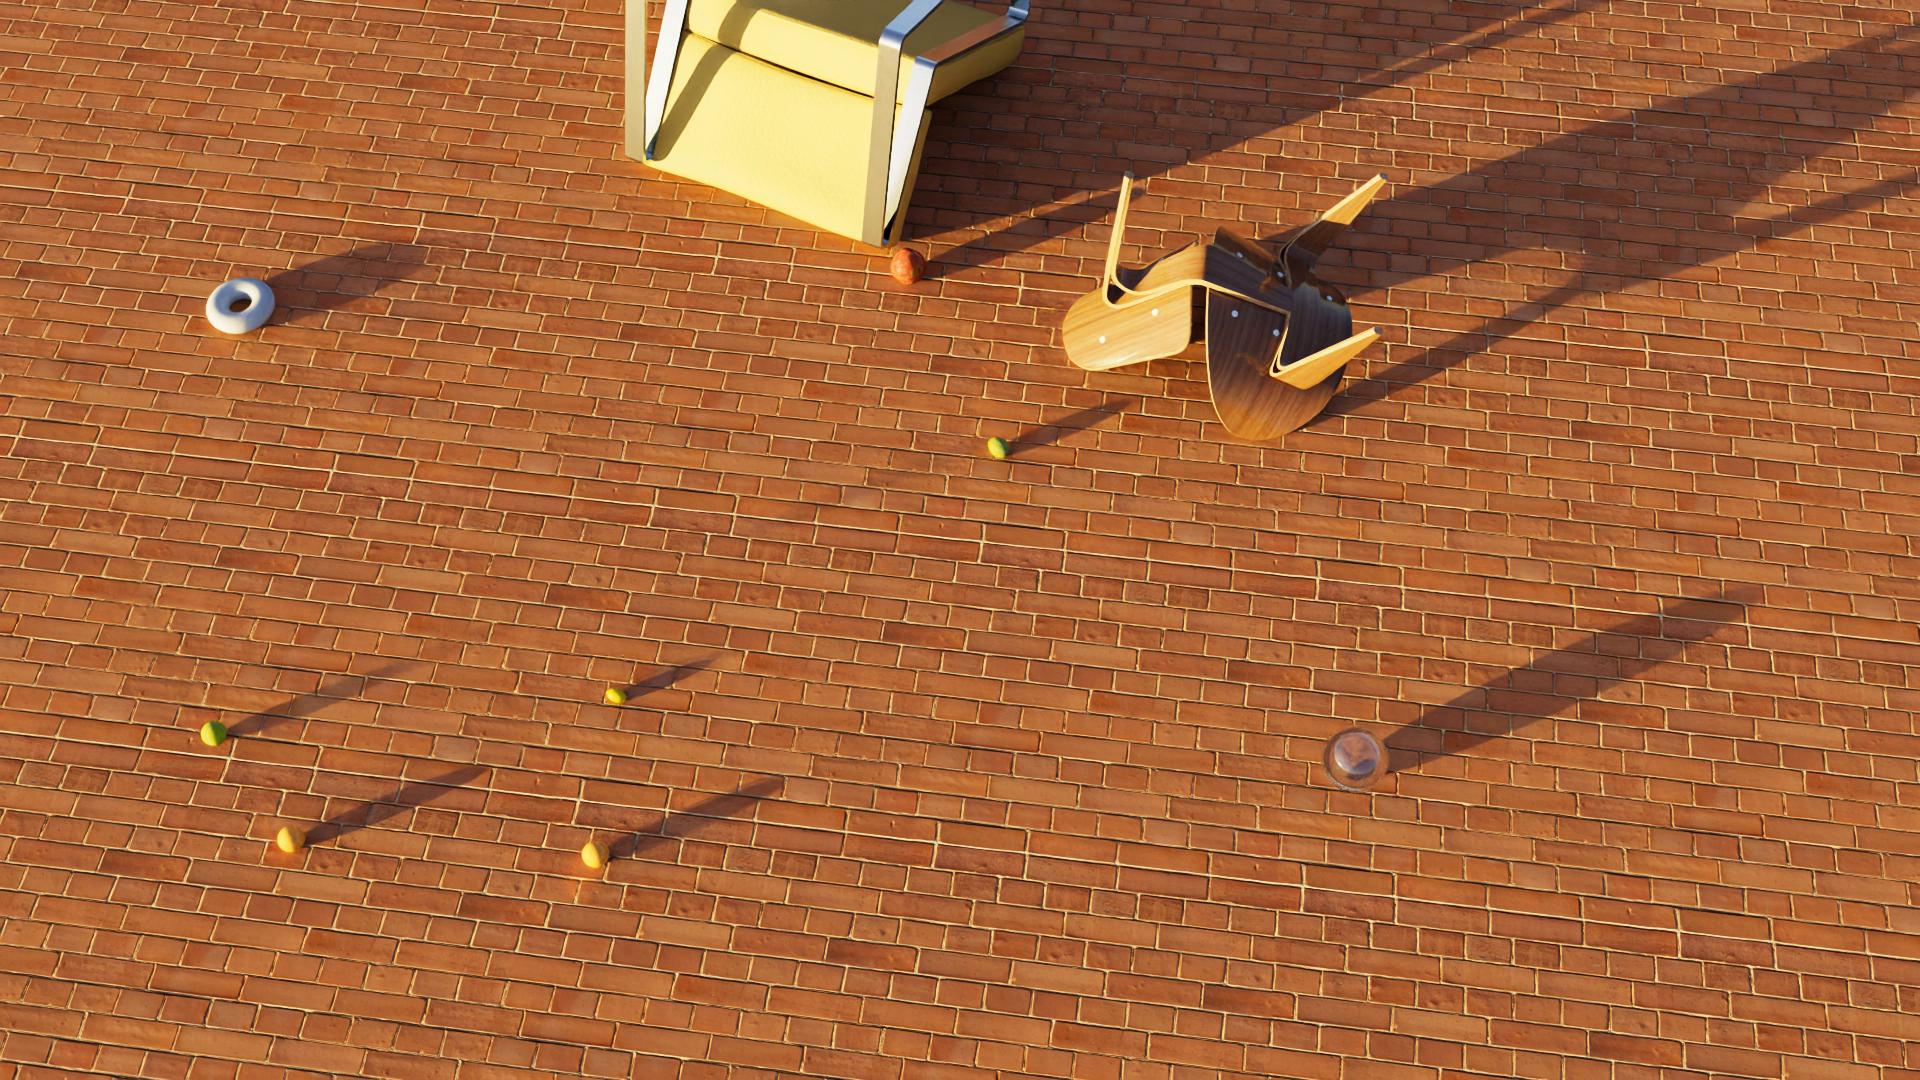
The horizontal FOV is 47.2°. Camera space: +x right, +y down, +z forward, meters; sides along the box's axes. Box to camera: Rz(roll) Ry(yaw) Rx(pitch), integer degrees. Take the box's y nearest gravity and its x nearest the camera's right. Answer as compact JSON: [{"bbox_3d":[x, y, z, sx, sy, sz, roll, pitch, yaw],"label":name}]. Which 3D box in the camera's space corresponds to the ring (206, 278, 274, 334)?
[{"bbox_3d":[-2.302,-0.751,7.039,0.217,0.066,0.217,29,62,19],"label":"ring"}]

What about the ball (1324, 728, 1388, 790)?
[{"bbox_3d":[1.090,0.604,6.063,0.175,0.175,0.175,0,56,0],"label":"ball"}]

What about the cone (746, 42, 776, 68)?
[{"bbox_3d":[-0.675,-1.702,7.693,0.114,0.083,0.091,36,39,25],"label":"cone"}]
